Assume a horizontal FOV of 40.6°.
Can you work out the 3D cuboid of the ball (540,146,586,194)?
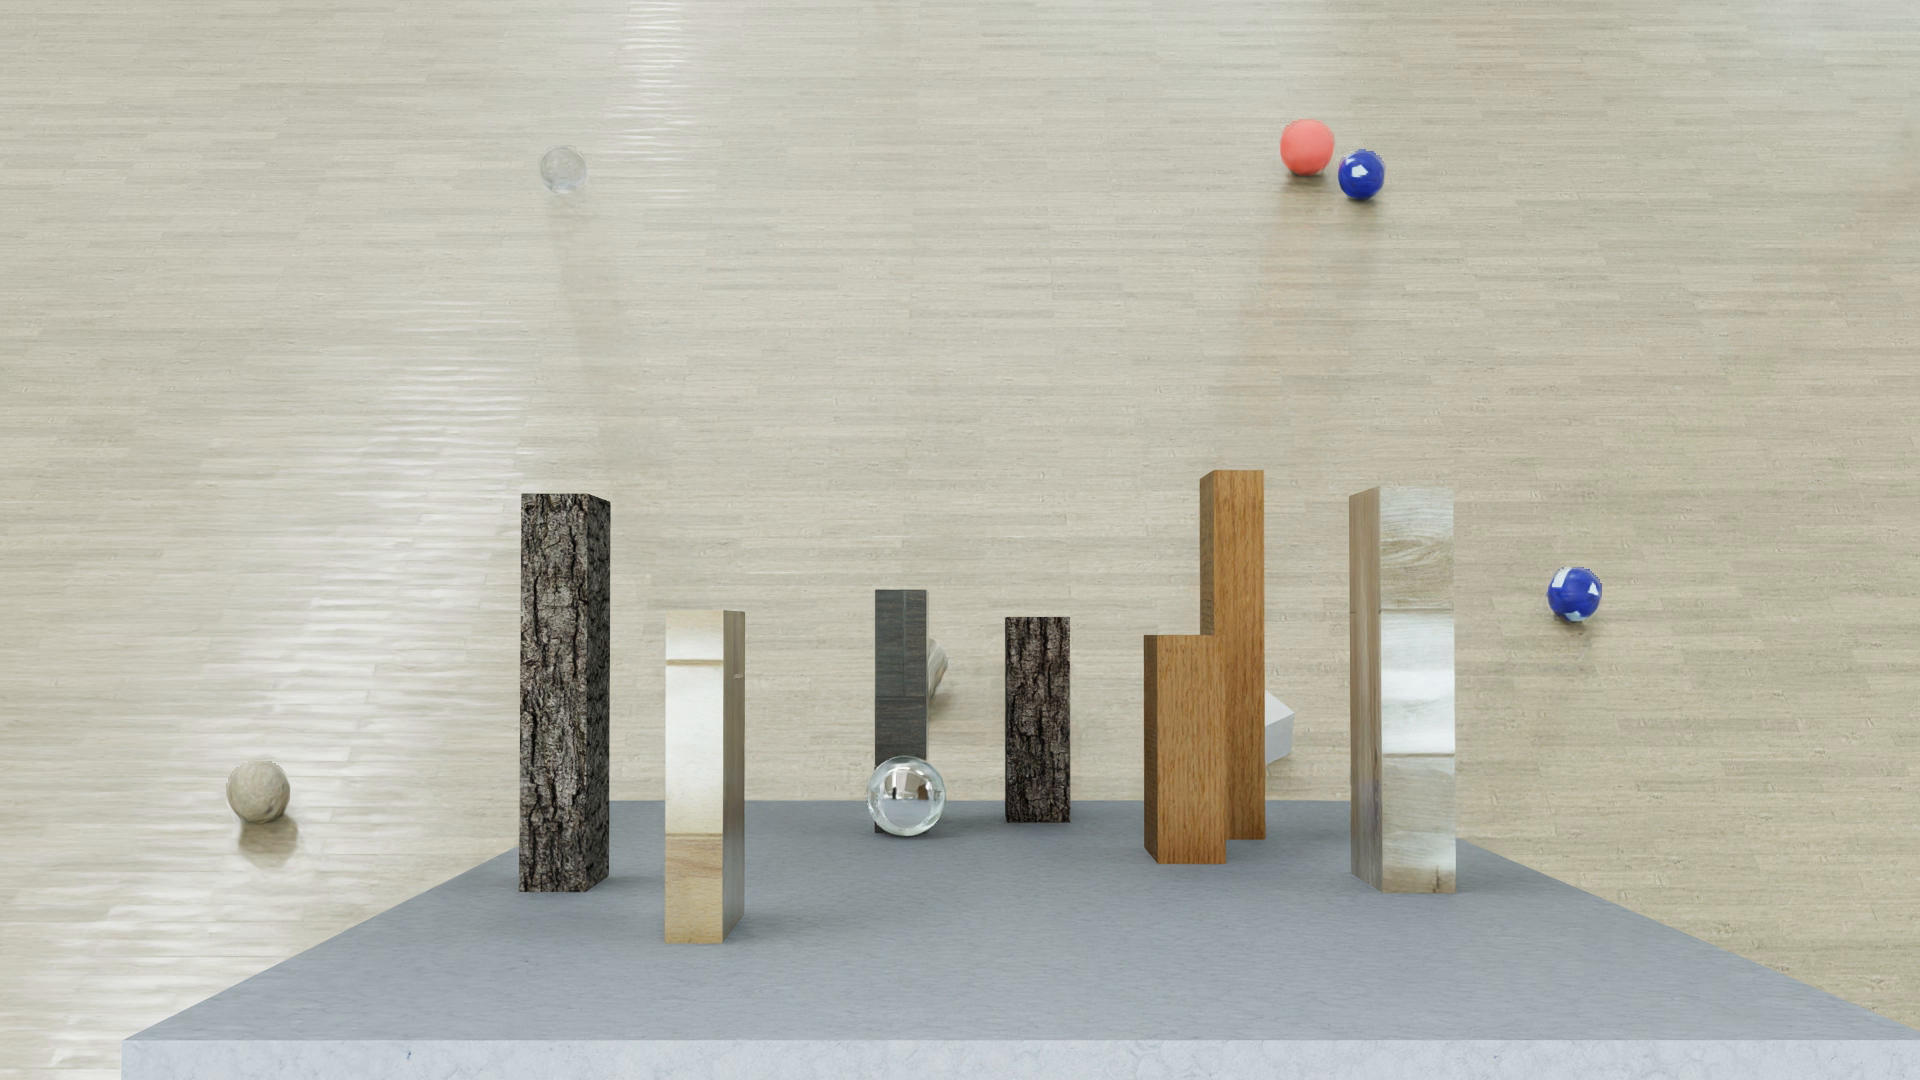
[{"bbox_3d":[-1.490,-1.387,9.755,0.176,0.176,0.176,0,35,0],"label":"ball"}]

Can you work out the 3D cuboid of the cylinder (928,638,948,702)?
[{"bbox_3d":[-0.136,0.377,7.287,0.162,0.162,0.162,11,37,15],"label":"cylinder"}]

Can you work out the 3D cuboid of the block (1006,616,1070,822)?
[{"bbox_3d":[0.184,0.424,6.199,0.148,0.481,0.243,0,-2,0],"label":"block"}]

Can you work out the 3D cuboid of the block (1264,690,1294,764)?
[{"bbox_3d":[0.809,0.516,7.108,0.142,0.142,0.142,-22,41,-27],"label":"block"}]

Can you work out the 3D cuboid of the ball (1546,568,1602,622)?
[{"bbox_3d":[1.795,0.160,7.598,0.154,0.154,0.154,0,35,0],"label":"ball"}]

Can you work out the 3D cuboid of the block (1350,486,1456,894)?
[{"bbox_3d":[0.786,0.261,4.642,0.125,0.699,0.361,0,-2,0],"label":"block"}]

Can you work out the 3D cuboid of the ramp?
[{"bbox_3d":[0.078,0.669,4.853,2.000,0.100,4.000,0,-2,0],"label":"ramp"}]

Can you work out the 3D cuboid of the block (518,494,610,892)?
[{"bbox_3d":[-0.701,0.268,4.627,0.115,0.686,0.298,0,-2,0],"label":"block"}]

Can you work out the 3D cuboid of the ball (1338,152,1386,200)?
[{"bbox_3d":[1.501,-1.362,9.718,0.177,0.177,0.177,0,35,0],"label":"ball"}]

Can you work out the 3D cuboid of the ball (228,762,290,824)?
[{"bbox_3d":[-1.855,0.669,6.877,0.161,0.161,0.161,0,35,0],"label":"ball"}]

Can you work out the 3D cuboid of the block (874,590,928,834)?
[{"bbox_3d":[-0.132,0.387,5.986,0.115,0.540,0.439,0,-2,0],"label":"block"}]

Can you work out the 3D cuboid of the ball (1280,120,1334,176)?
[{"bbox_3d":[1.317,-1.489,9.873,0.205,0.205,0.205,0,35,0],"label":"ball"}]

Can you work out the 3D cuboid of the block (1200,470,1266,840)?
[{"bbox_3d":[0.602,0.252,5.763,0.108,0.795,0.332,0,-2,0],"label":"block"}]

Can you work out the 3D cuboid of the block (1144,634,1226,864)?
[{"bbox_3d":[0.447,0.410,5.197,0.131,0.440,0.372,0,-2,0],"label":"block"}]

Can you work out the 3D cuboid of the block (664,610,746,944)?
[{"bbox_3d":[-0.384,0.347,3.941,0.082,0.480,0.385,0,-2,0],"label":"block"}]

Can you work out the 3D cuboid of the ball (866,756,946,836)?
[{"bbox_3d":[-0.118,0.559,5.673,0.175,0.175,0.175,0,35,0],"label":"ball"}]
